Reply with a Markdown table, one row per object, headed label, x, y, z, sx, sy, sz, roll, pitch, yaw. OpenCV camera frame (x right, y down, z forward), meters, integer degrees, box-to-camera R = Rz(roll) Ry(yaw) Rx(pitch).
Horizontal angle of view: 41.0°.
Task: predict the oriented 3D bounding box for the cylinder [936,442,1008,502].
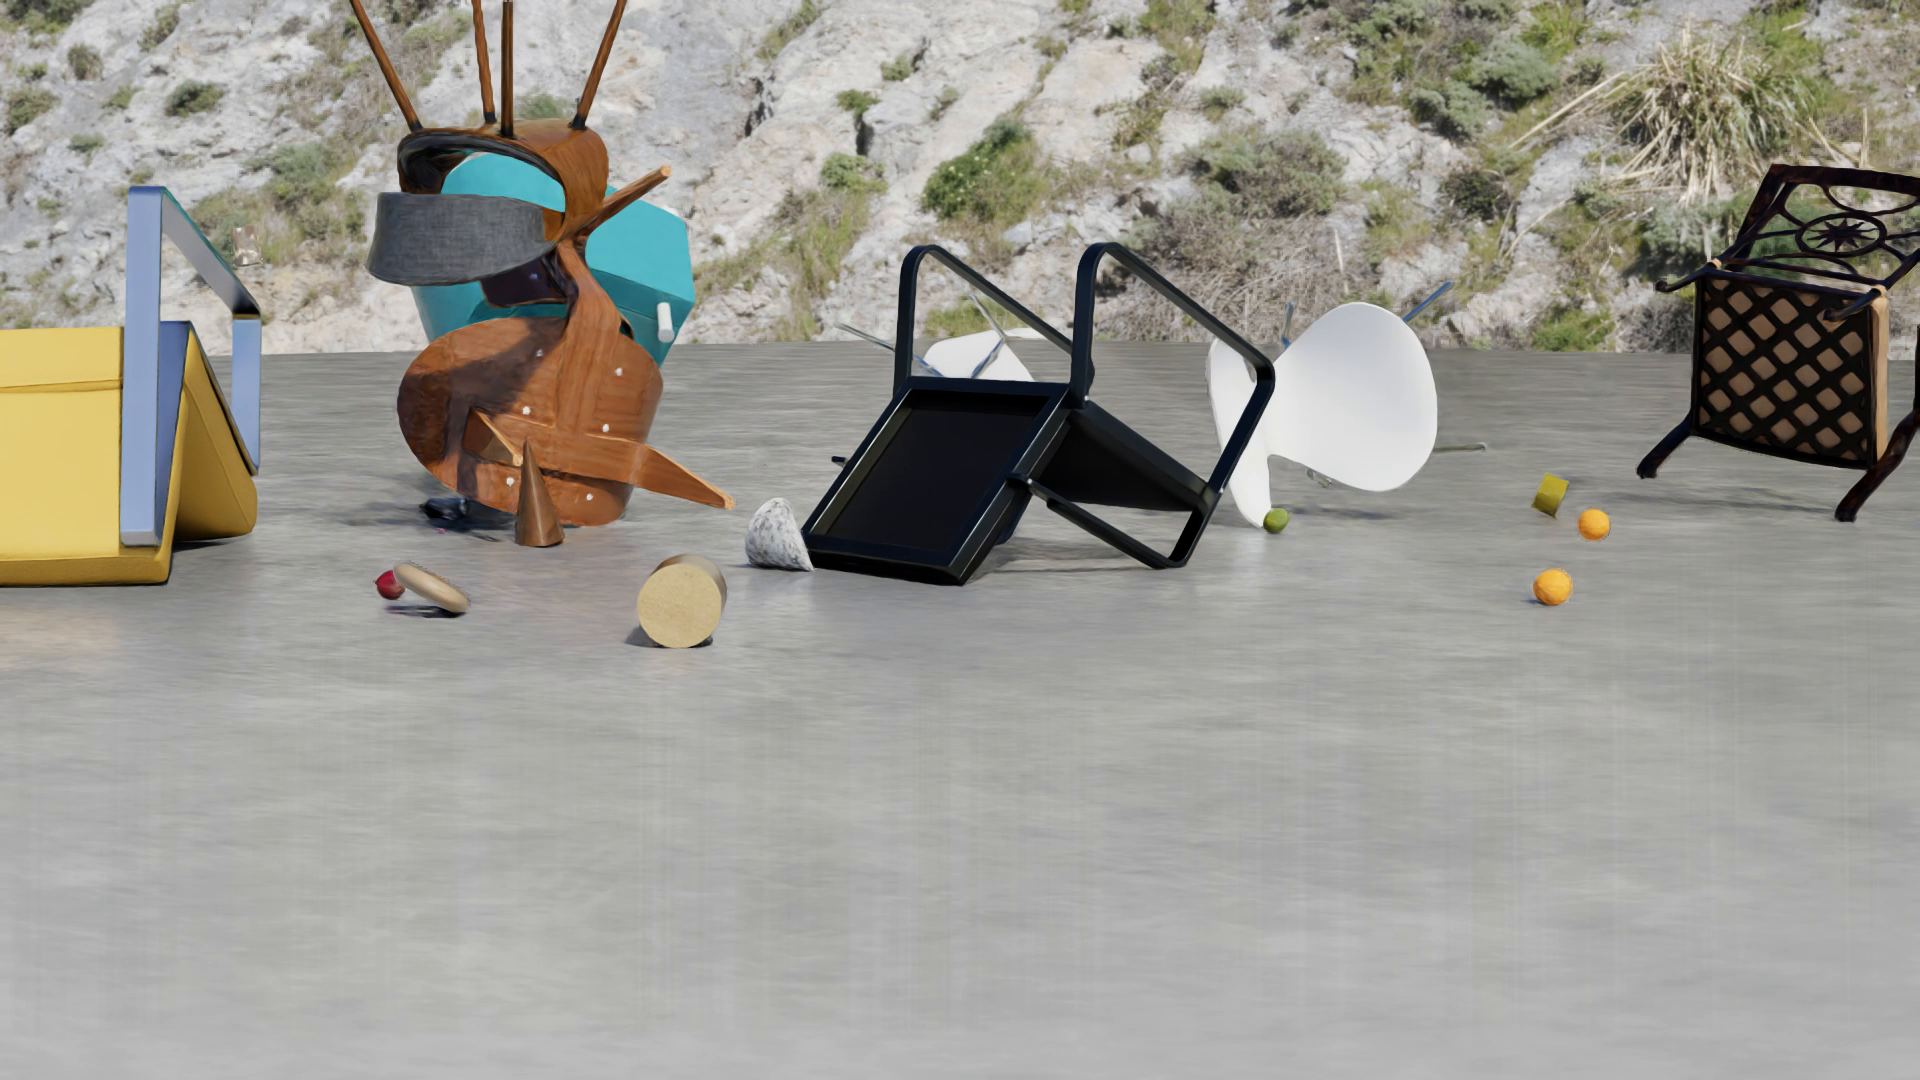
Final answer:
| label | x | y | z | sx | sy | sz | roll | pitch | yaw |
| --- | --- | --- | --- | --- | --- | --- | --- | --- | --- |
| cylinder | 0.034 | -0.202 | 7.532 | 0.180 | 0.172 | 0.111 | 3 | 16 | 32 |

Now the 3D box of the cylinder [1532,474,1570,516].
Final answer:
| label | x | y | z | sx | sy | sz | roll | pitch | yaw |
| --- | --- | --- | --- | --- | --- | --- | --- | --- | --- |
| cylinder | 1.613 | -0.122 | 7.003 | 0.065 | 0.105 | 0.094 | 24 | 28 | 15 |

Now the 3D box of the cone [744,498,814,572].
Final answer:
| label | x | y | z | sx | sy | sz | roll | pitch | yaw |
| --- | --- | --- | --- | --- | --- | --- | --- | --- | --- |
| cone | -0.377 | 0.027 | 5.755 | 0.140 | 0.193 | 0.165 | -29 | 52 | -30 |

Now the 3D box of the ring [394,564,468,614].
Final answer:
| label | x | y | z | sx | sy | sz | roll | pitch | yaw |
| --- | --- | --- | --- | --- | --- | --- | --- | --- | --- |
| ring | -1.030 | 0.094 | 4.997 | 0.159 | 0.044 | 0.206 | 33 | -8 | -21 |

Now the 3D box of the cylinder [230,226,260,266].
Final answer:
| label | x | y | z | sx | sy | sz | roll | pitch | yaw |
| --- | --- | --- | --- | --- | --- | --- | --- | --- | --- |
| cylinder | -1.785 | -0.734 | 6.410 | 0.060 | 0.092 | 0.034 | -9 | 3 | -3 |

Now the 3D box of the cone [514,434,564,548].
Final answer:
| label | x | y | z | sx | sy | sz | roll | pitch | yaw |
| --- | --- | --- | --- | --- | --- | --- | --- | --- | --- |
| cone | -1.056 | -0.136 | 6.338 | 0.125 | 0.265 | 0.275 | -8 | 11 | -10 |

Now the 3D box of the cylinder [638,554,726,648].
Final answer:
| label | x | y | z | sx | sy | sz | roll | pitch | yaw |
| --- | --- | --- | --- | --- | --- | --- | --- | --- | --- |
| cylinder | -0.499 | 0.109 | 4.622 | 0.147 | 0.153 | 0.170 | 34 | 4 | -5 |
